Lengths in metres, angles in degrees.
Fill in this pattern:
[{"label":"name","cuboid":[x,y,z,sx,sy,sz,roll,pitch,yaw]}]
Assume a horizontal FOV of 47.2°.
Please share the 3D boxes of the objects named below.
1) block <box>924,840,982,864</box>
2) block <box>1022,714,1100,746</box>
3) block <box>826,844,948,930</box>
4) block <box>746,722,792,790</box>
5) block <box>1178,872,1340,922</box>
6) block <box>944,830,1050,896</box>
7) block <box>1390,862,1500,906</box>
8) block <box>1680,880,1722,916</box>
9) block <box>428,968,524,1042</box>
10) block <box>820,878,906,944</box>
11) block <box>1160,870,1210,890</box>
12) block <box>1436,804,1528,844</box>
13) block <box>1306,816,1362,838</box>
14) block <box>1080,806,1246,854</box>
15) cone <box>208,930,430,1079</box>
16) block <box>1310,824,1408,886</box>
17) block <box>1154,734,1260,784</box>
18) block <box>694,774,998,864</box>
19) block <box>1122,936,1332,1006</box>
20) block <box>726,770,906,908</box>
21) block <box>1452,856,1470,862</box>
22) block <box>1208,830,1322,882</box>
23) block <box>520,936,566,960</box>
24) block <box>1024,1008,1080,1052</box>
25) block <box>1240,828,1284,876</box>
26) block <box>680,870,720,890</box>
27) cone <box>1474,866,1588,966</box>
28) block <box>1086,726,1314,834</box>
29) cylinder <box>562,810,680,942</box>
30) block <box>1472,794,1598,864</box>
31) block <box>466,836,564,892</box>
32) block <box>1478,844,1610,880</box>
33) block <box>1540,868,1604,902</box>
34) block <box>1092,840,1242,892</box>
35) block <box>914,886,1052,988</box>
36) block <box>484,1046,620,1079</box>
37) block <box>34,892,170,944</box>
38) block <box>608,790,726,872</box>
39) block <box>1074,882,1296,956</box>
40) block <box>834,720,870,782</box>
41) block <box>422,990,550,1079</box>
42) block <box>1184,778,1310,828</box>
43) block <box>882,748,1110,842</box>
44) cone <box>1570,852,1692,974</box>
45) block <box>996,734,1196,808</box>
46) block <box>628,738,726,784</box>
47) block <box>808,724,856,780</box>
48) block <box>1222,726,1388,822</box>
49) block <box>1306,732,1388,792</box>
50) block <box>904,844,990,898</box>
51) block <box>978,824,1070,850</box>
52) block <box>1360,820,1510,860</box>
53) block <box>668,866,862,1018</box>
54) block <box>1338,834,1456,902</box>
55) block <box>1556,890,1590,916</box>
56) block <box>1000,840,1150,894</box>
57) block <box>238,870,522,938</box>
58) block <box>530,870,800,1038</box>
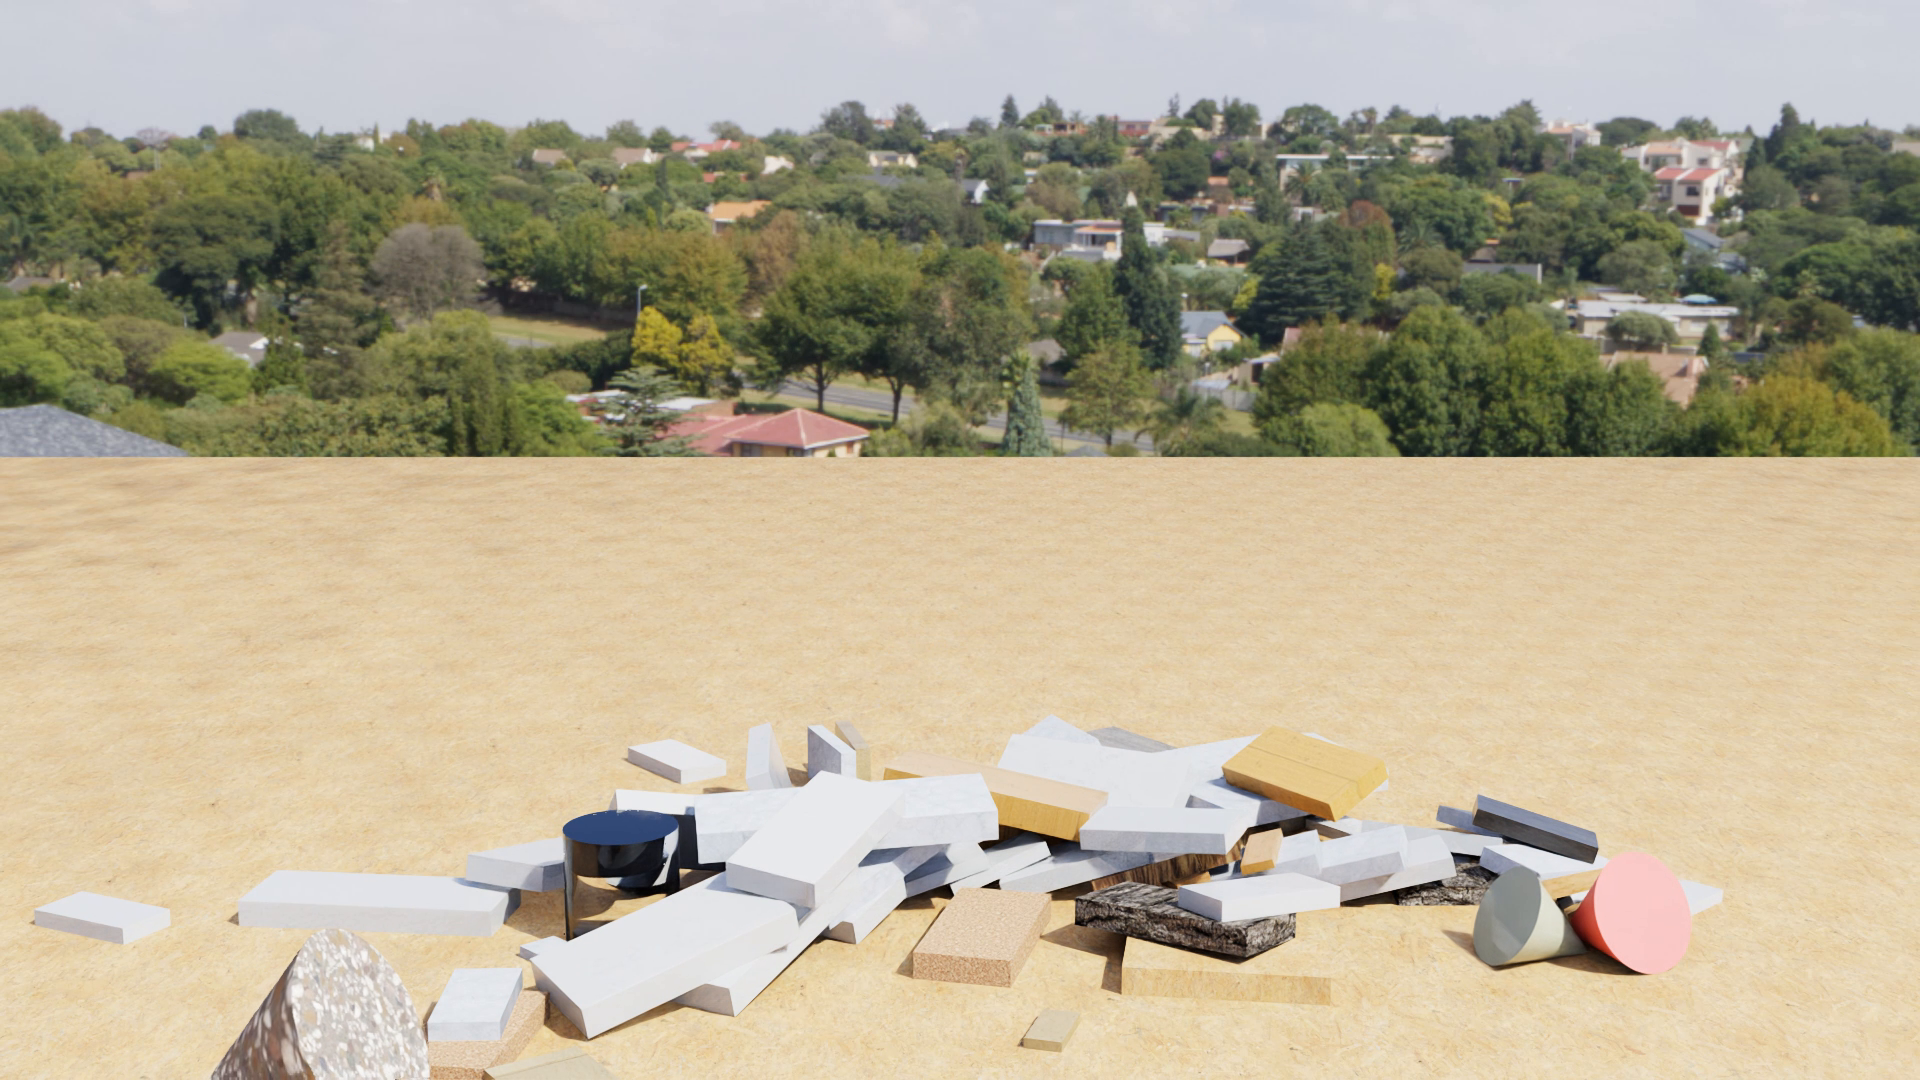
[{"label":"block","cuboid":[-0.109,0.518,3.732,0.284,0.040,0.142,-19,15,-13]},{"label":"block","cuboid":[0.194,0.414,4.412,0.104,0.029,0.207,-33,21,-15]},{"label":"block","cuboid":[-0.163,0.519,3.544,0.142,0.040,0.284,14,32,41]},{"label":"block","cuboid":[-0.344,0.449,4.008,0.042,0.148,0.330,-18,11,-1]},{"label":"block","cuboid":[0.458,0.545,3.364,0.223,0.032,0.112,-1,4,-30]},{"label":"block","cuboid":[0.057,0.542,3.687,0.175,0.025,0.087,-23,12,-10]},{"label":"block","cuboid":[0.837,0.574,3.667,0.234,0.033,0.117,0,11,-1]},{"label":"block","cuboid":[1.180,0.592,3.605,0.150,0.020,0.071,-10,14,-42]},{"label":"block","cuboid":[-0.676,0.648,3.075,0.097,0.027,0.194,0,11,-2]},{"label":"block","cuboid":[-0.245,0.569,3.559,0.284,0.040,0.142,8,29,32]},{"label":"block","cuboid":[0.364,0.553,3.616,0.058,0.016,0.115,-21,8,-13]},{"label":"block","cuboid":[0.944,0.509,3.886,0.104,0.029,0.207,14,-1,-20]},{"label":"block","cuboid":[0.701,0.524,3.971,0.071,0.020,0.142,-8,13,-36]},{"label":"block","cuboid":[0.332,0.474,3.597,0.246,0.035,0.123,-2,11,23]},{"label":"cone","cuboid":[-0.882,0.683,2.826,0.278,0.278,0.278,-25,6,12]},{"label":"block","cuboid":[0.615,0.533,3.633,0.241,0.034,0.121,-15,10,17]},{"label":"block","cuboid":[0.517,0.426,4.226,0.278,0.039,0.139,-6,12,-30]},{"label":"block","cuboid":[-0.186,0.446,3.537,0.474,0.049,0.174,-4,14,-8]},{"label":"block","cuboid":[0.399,0.639,3.289,0.303,0.043,0.152,1,11,8]},{"label":"block","cuboid":[-0.217,0.454,3.366,0.150,0.042,0.300,10,26,23]},{"label":"block","cuboid":[0.801,0.558,3.784,0.142,0.020,0.071,4,11,21]},{"label":"block","cuboid":[0.475,0.542,3.628,0.241,0.034,0.121,-16,8,13]},{"label":"block","cuboid":[-0.605,0.639,3.357,0.063,0.018,0.146,-10,15,-43]},{"label":"block","cuboid":[0.130,0.689,3.092,0.054,0.015,0.108,3,11,16]},{"label":"block","cuboid":[0.496,0.511,3.612,0.054,0.015,0.146,-16,8,16]},{"label":"block","cuboid":[-0.433,0.575,3.700,0.063,0.018,0.125,3,11,16]},{"label":"cone","cuboid":[0.906,0.606,3.384,0.160,0.160,0.160,25,4,-16]},{"label":"block","cuboid":[0.447,0.459,4.266,0.139,0.039,0.633,-8,13,-35]},{"label":"cylinder","cuboid":[-0.531,0.537,3.459,0.180,0.180,0.180,0,11,0]},{"label":"block","cuboid":[0.977,0.491,3.742,0.207,0.029,0.104,18,11,10]},{"label":"block","cuboid":[-0.674,0.539,3.679,0.148,0.042,0.296,5,1,24]},{"label":"block","cuboid":[0.990,0.545,3.678,0.234,0.033,0.117,4,13,-39]},{"label":"block","cuboid":[0.974,0.565,3.530,0.223,0.032,0.112,-4,-24,-33]},{"label":"block","cuboid":[0.343,0.528,3.647,0.246,0.035,0.123,-18,8,10]},{"label":"block","cuboid":[0.039,0.614,3.421,0.150,0.042,0.300,3,11,14]},{"label":"block","cuboid":[-0.495,0.728,2.824,0.133,0.038,0.266,-7,13,-34]},{"label":"block","cuboid":[-1.372,0.604,3.519,0.194,0.027,0.097,5,12,26]},{"label":"block","cuboid":[-0.445,0.487,3.659,0.296,0.148,0.042,7,44,-22]},{"label":"block","cuboid":[0.345,0.580,3.379,0.303,0.043,0.152,4,5,37]},{"label":"block","cuboid":[-0.208,0.427,4.265,0.029,0.103,0.206,-3,11,-14]},{"label":"block","cuboid":[-0.672,0.689,3.034,0.133,0.038,0.266,1,11,8]},{"label":"block","cuboid":[0.556,0.466,4.003,0.303,0.043,0.152,-6,12,-31]},{"label":"block","cuboid":[0.062,0.435,3.760,0.357,0.051,0.179,11,8,13]},{"label":"cone","cuboid":[1.001,0.593,3.424,0.185,0.185,0.185,-5,-15,-27]},{"label":"block","cuboid":[0.229,0.458,3.979,0.357,0.051,0.179,6,48,27]},{"label":"block","cuboid":[-0.566,0.441,4.390,0.103,0.029,0.206,-8,13,-38]},{"label":"block","cuboid":[-0.248,0.432,4.236,0.029,0.103,0.206,-4,11,-21]},{"label":"block","cuboid":[0.611,0.413,3.915,0.139,0.039,0.278,-34,26,-26]},{"label":"block","cuboid":[0.662,0.414,4.061,0.133,0.038,0.266,-4,11,-21]},{"label":"block","cuboid":[-0.044,0.552,3.662,0.175,0.025,0.087,-19,11,-8]},{"label":"block","cuboid":[0.115,0.525,3.775,0.175,0.087,0.025,3,7,15]},{"label":"block","cuboid":[0.828,0.524,3.806,0.241,0.034,0.121,5,-11,27]},{"label":"block","cuboid":[-0.316,0.586,3.326,0.174,0.049,0.348,6,26,30]},{"label":"block","cuboid":[0.695,0.548,3.650,0.234,0.033,0.117,-13,10,4]},{"label":"block","cuboid":[0.965,0.582,3.499,0.054,0.015,0.108,-8,-22,-24]},{"label":"block","cuboid":[0.191,0.536,3.666,0.246,0.035,0.123,-17,9,6]},{"label":"block","cuboid":[-0.938,0.588,3.564,0.417,0.042,0.150,1,11,7]},{"label":"block","cuboid":[-0.429,0.596,3.210,0.348,0.049,0.174,-21,26,-29]}]
